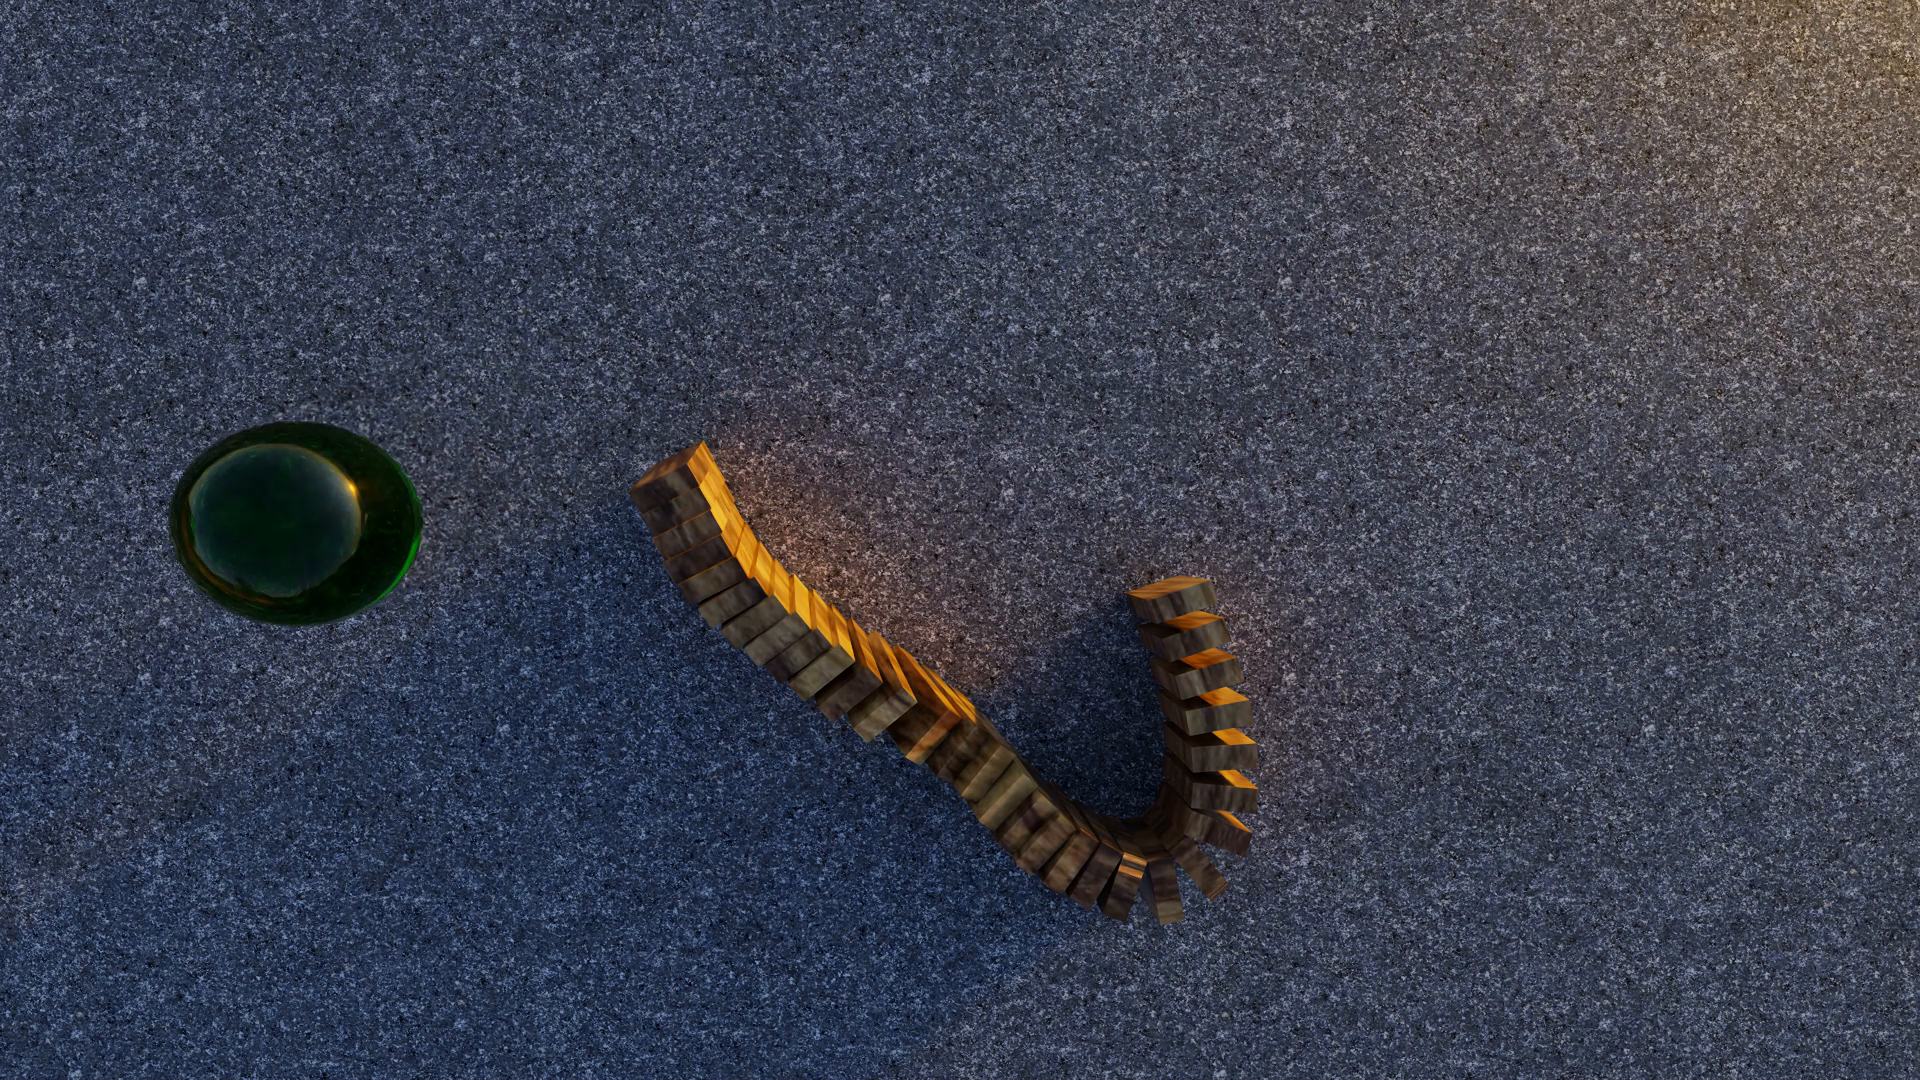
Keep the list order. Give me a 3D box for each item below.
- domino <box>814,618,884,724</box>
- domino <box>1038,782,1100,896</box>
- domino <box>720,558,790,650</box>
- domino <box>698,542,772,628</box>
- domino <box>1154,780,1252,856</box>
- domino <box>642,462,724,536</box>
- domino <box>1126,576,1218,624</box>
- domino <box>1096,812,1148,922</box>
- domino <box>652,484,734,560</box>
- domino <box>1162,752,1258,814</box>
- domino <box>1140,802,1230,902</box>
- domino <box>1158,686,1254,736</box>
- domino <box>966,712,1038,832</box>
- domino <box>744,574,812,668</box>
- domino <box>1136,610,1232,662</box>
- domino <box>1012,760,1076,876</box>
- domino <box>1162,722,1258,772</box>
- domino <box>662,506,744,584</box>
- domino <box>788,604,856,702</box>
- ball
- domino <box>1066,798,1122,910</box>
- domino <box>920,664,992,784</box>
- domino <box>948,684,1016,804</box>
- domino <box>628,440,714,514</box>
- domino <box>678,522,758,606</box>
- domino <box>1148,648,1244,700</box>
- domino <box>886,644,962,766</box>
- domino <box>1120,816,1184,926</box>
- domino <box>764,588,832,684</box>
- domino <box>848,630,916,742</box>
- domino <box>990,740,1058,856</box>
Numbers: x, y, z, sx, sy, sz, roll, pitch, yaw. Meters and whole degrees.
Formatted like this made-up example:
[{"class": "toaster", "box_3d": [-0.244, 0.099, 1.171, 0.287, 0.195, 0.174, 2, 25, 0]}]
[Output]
[{"class": "domino", "box_3d": [-0.048, 0.052, 0.375, 0.025, 0.050, 0.009, -39, 113, 0]}, {"class": "domino", "box_3d": [0.039, 0.120, 0.375, 0.009, 0.050, 0.025, 36, 90, -11]}, {"class": "domino", "box_3d": [-0.083, 0.025, 0.375, 0.025, 0.050, 0.010, -35, 108, 0]}, {"class": "domino", "box_3d": [-0.091, 0.017, 0.375, 0.025, 0.050, 0.009, -30, 108, 0]}, {"class": "domino", "box_3d": [0.098, 0.113, 0.375, 0.025, 0.050, 0.009, 20, 88, 0]}, {"class": "domino", "box_3d": [-0.112, -0.018, 0.375, 0.025, 0.050, 0.009, -26, 108, 0]}, {"class": "domino", "box_3d": [0.085, 0.024, 0.375, 0.025, 0.050, 0.009, -18, 90, 0]}, {"class": "domino", "box_3d": [0.062, 0.132, 0.375, 0.009, 0.050, 0.025, 20, 90, -3]}, {"class": "domino", "box_3d": [-0.108, -0.009, 0.375, 0.025, 0.050, 0.009, -26, 108, 0]}, {"class": "domino", "box_3d": [0.101, 0.099, 0.375, 0.025, 0.050, 0.010, 5, 90, 0]}, {"class": "domino", "box_3d": [0.091, 0.126, 0.375, 0.010, 0.050, 0.025, -40, 90, -2]}, {"class": "domino", "box_3d": [0.099, 0.068, 0.375, 0.025, 0.050, 0.010, -10, 90, 0]}, {"class": "domino", "box_3d": [0.010, 0.093, 0.376, 0.025, 0.050, 0.009, -46, 118, 0]}, {"class": "domino", "box_3d": [-0.075, 0.032, 0.375, 0.025, 0.050, 0.010, -36, 108, 0]}, {"class": "domino", "box_3d": [0.091, 0.038, 0.375, 0.025, 0.050, 0.010, -19, 90, 0]}, {"class": "domino", "box_3d": [0.028, 0.112, 0.375, 0.025, 0.050, 0.010, -46, 106, 0]}, {"class": "domino", "box_3d": [0.101, 0.083, 0.375, 0.025, 0.050, 0.010, -4, 90, 0]}, {"class": "domino", "box_3d": [-0.104, 0.001, 0.375, 0.025, 0.050, 0.009, -26, 108, 0]}, {"class": "domino", "box_3d": [-0.058, 0.045, 0.375, 0.025, 0.050, 0.010, -38, 109, 0]}, {"class": "ball", "box_3d": [-0.258, -0.007, 0.360, 0.080, 0.080, 0.080, 0, 90, 0]}, {"class": "domino", "box_3d": [0.050, 0.127, 0.375, 0.010, 0.050, 0.025, 31, 90, -6]}, {"class": "domino", "box_3d": [-0.010, 0.075, 0.377, 0.010, 0.050, 0.025, 39, 90, -36]}, {"class": "domino", "box_3d": [0.001, 0.083, 0.376, 0.009, 0.050, 0.025, 39, 90, -32]}, {"class": "domino", "box_3d": [-0.117, -0.027, 0.375, 0.025, 0.050, 0.010, -26, 108, 0]}, {"class": "domino", "box_3d": [-0.098, 0.009, 0.375, 0.025, 0.050, 0.010, -26, 108, 0]}, {"class": "domino", "box_3d": [0.095, 0.053, 0.375, 0.025, 0.050, 0.010, -17, 90, 0]}, {"class": "domino", "box_3d": [-0.021, 0.067, 0.377, 0.025, 0.050, 0.010, -48, 128, 0]}, {"class": "domino", "box_3d": [0.078, 0.134, 0.375, 0.009, 0.050, 0.025, -11, 90, -3]}, {"class": "domino", "box_3d": [-0.066, 0.038, 0.375, 0.025, 0.050, 0.010, -36, 108, 0]}, {"class": "domino", "box_3d": [-0.036, 0.059, 0.376, 0.025, 0.050, 0.010, -39, 118, 0]}, {"class": "domino", "box_3d": [0.019, 0.103, 0.375, 0.025, 0.050, 0.010, -46, 112, 0]}]
